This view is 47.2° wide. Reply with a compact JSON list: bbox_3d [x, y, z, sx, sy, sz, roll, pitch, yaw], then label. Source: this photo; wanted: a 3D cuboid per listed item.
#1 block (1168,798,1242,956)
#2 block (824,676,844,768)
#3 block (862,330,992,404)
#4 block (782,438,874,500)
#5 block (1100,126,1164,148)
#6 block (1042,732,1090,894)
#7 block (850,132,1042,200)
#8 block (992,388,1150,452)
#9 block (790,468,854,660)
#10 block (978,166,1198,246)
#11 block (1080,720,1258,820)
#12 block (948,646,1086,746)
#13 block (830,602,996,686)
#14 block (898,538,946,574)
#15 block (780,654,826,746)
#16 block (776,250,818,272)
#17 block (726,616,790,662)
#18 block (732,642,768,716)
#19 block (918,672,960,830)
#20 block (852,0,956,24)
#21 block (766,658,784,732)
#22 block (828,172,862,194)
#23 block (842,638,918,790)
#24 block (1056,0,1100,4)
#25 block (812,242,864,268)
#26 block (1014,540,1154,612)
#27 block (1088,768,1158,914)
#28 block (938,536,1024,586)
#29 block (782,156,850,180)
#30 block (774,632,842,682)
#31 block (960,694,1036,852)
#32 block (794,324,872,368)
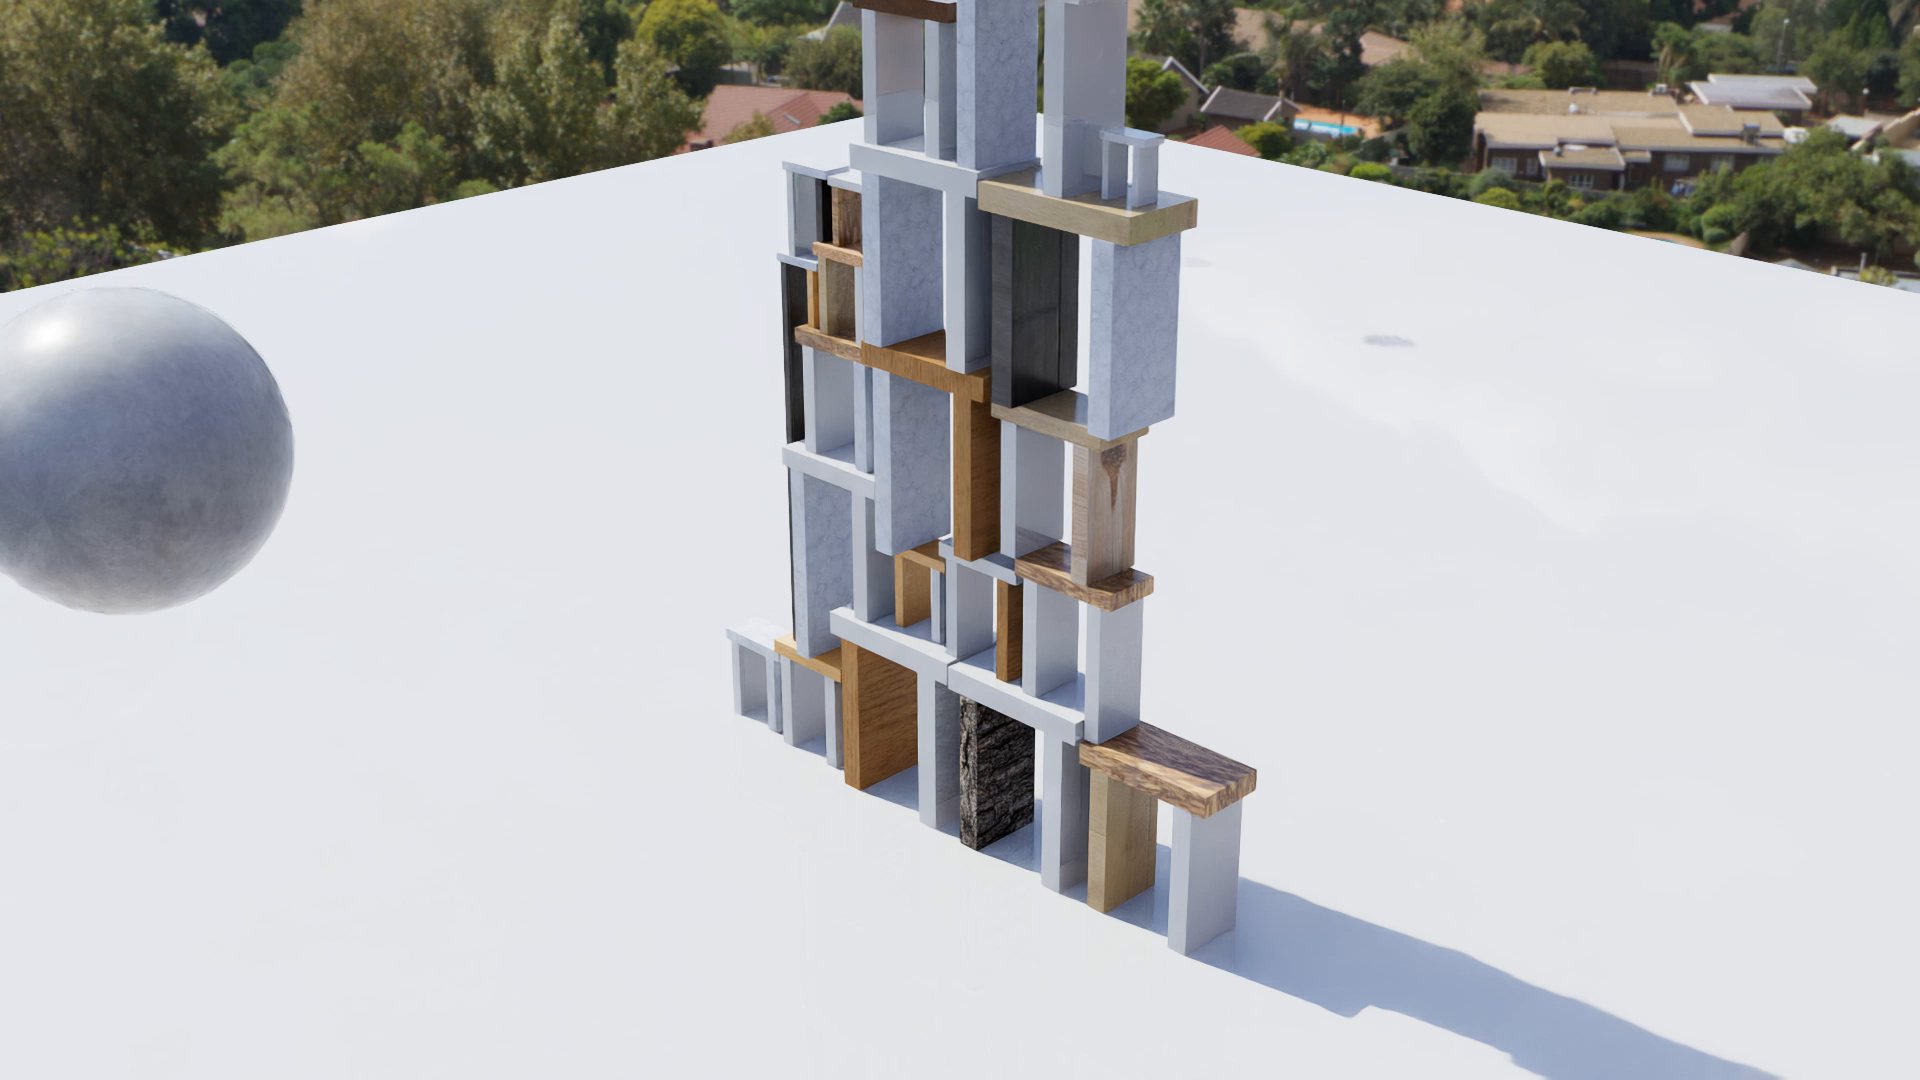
[{"bbox_3d":[0.445,0.593,3.988,0.042,0.294,0.147,21,31,41],"label":"block"},{"bbox_3d":[-0.234,0.367,4.629,0.030,0.209,0.104,21,31,41],"label":"block"},{"bbox_3d":[-0.016,-0.333,4.097,0.321,0.046,0.161,21,31,40],"label":"block"},{"bbox_3d":[-0.215,-0.152,4.393,0.273,0.039,0.136,21,31,41],"label":"block"},{"bbox_3d":[0.284,-0.665,3.629,0.050,0.014,0.099,-21,31,-40],"label":"block"},{"bbox_3d":[0.230,0.492,4.180,0.047,0.329,0.165,21,31,41],"label":"block"},{"bbox_3d":[-0.028,-0.679,3.959,0.327,0.046,0.163,21,31,40],"label":"block"},{"bbox_3d":[0.195,-0.223,3.918,0.131,0.037,0.262,-22,31,-40],"label":"block"},{"bbox_3d":[-0.279,0.033,4.541,0.039,0.417,0.136,21,31,41],"label":"block"},{"bbox_3d":[0.215,-0.572,3.745,0.173,0.049,0.346,-22,31,-40],"label":"block"},{"bbox_3d":[0.375,0.410,3.985,0.147,0.042,0.294,-21,31,-40],"label":"block"},{"bbox_3d":[0.152,0.288,4.178,0.329,0.047,0.165,21,31,41],"label":"block"},{"bbox_3d":[-0.085,0.189,4.396,0.335,0.047,0.167,21,31,41],"label":"block"},{"bbox_3d":[-0.056,0.023,4.303,0.155,0.022,0.077,21,31,40],"label":"block"},{"bbox_3d":[-0.332,0.329,4.719,0.030,0.209,0.104,21,31,41],"label":"block"},{"bbox_3d":[-0.299,-0.551,4.314,0.117,0.017,0.059,21,31,41],"label":"block"},{"bbox_3d":[-0.418,0.215,4.774,0.175,0.025,0.088,21,31,41],"label":"block"},{"bbox_3d":[-0.459,0.291,4.851,0.025,0.176,0.088,21,31,41],"label":"block"},{"bbox_3d":[-0.006,0.396,4.398,0.047,0.335,0.167,21,31,41],"label":"block"},{"bbox_3d":[-0.064,-0.951,3.881,0.240,0.034,0.120,21,31,40],"label":"block"},{"bbox_3d":[-0.377,0.323,4.775,0.025,0.176,0.088,21,31,41],"label":"block"},{"bbox_3d":[-0.189,-0.673,4.145,0.117,0.017,0.058,21,31,40],"label":"block"},{"bbox_3d":[-0.164,0.335,4.544,0.047,0.335,0.167,21,31,41],"label":"block"},{"bbox_3d":[0.137,-0.944,3.672,0.155,0.044,0.310,-21,31,-40],"label":"block"},{"bbox_3d":[-0.201,-0.550,4.204,0.156,0.022,0.078,21,31,40],"label":"block"},{"bbox_3d":[0.225,0.064,4.002,0.117,0.033,0.235,-21,31,-40],"label":"block"},{"bbox_3d":[0.306,0.538,4.115,0.147,0.294,0.042,-21,31,-41],"label":"block"},{"bbox_3d":[0.067,0.030,4.159,0.202,0.029,0.101,21,31,40],"label":"block"},{"bbox_3d":[-0.277,-0.716,4.224,0.125,0.018,0.063,21,31,40],"label":"block"},{"bbox_3d":[-0.283,0.238,4.627,0.209,0.030,0.104,21,31,41],"label":"block"},{"bbox_3d":[0.074,0.431,4.323,0.047,0.329,0.165,21,31,41],"label":"block"},{"bbox_3d":[-0.207,-0.388,4.291,0.222,0.031,0.111,21,31,41],"label":"block"}]
